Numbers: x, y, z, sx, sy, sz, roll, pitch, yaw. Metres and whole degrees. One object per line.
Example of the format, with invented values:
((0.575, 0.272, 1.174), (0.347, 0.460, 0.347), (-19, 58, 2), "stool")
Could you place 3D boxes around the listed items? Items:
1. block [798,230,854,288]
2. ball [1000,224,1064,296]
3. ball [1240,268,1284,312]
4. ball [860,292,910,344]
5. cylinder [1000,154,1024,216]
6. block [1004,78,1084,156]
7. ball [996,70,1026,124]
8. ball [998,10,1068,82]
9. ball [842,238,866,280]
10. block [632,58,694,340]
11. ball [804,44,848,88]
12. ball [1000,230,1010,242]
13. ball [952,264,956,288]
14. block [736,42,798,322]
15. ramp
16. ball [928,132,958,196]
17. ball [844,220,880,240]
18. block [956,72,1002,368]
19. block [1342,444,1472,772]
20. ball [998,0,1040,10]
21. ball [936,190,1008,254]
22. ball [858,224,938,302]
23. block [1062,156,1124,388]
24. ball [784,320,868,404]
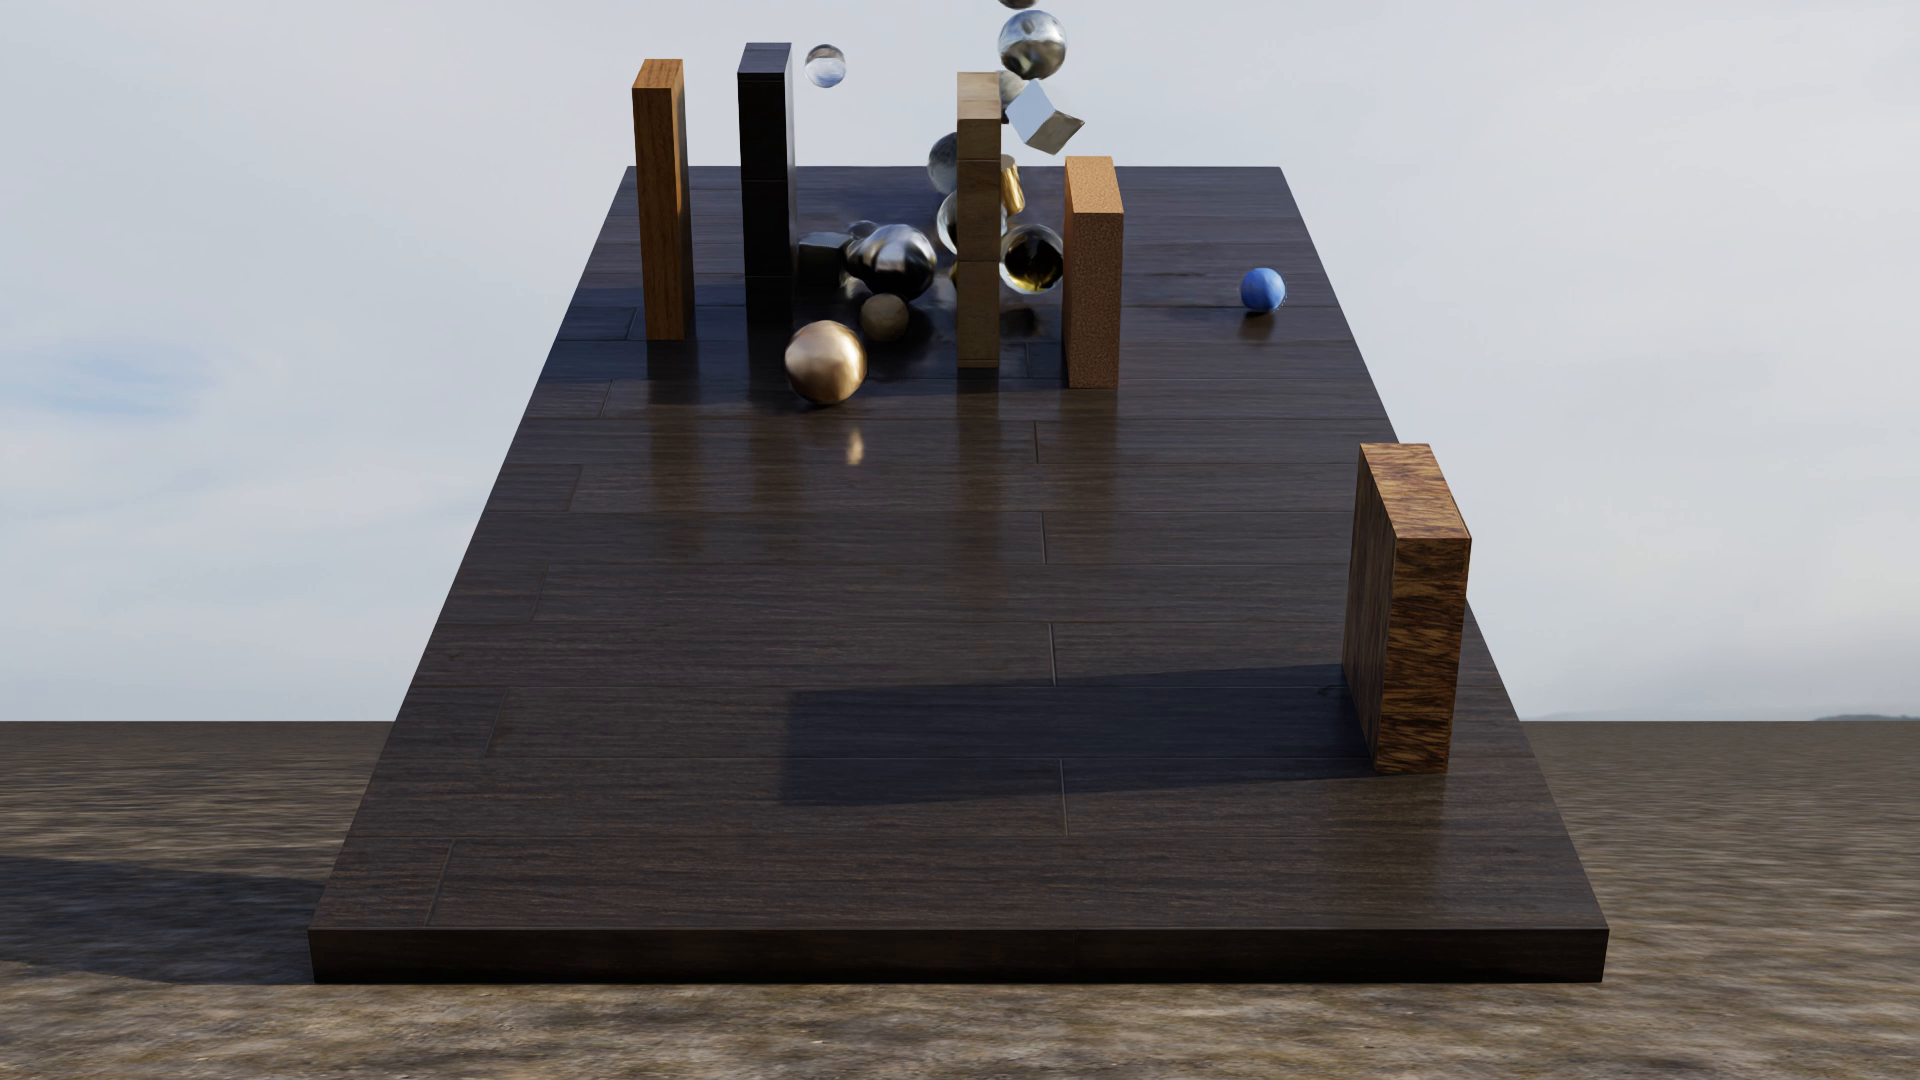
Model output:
((-0.355, -0.746, 6.257), (0.112, 0.112, 0.112), (8, 27, 16), "block")
((0.184, -0.712, 5.982), (0.181, 0.181, 0.181), (0, -4, 0), "ball")
((0.776, -0.641, 6.046), (0.115, 0.115, 0.115), (0, -4, 0), "ball")
((-0.188, -0.551, 5.842), (0.124, 0.124, 0.124), (0, -4, 0), "ball")
((0.105, -1.011, 6.742), (0.138, 0.138, 0.138), (-11, 32, 7), "cylinder")
((0.231, -1.157, 6.434), (0.130, 0.130, 0.130), (10, -47, -48), "block")
((0.119, -1.248, 6.631), (0.150, 0.150, 0.150), (0, -4, 0), "ball")
((0.208, -1.410, 6.714), (0.202, 0.202, 0.202), (0, -4, 0), "ball")
((-0.255, -0.740, 6.204), (0.108, 0.108, 0.108), (0, -4, 0), "ball")
((-0.736, -0.848, 5.864), (0.094, 0.638, 0.277), (0, 26, 0), "block")
((-0.387, -1.364, 6.777), (0.125, 0.125, 0.125), (0, -4, 0), "ball")
((0.159, -0.750, 6.164), (0.135, 0.135, 0.135), (0, -4, 0), "ball")
((0.036, -0.689, 6.137), (0.117, 0.117, 0.117), (0, -4, 0), "ball")
((-0.484, -0.907, 5.979), (0.115, 0.645, 0.297), (0, 26, 0), "block")
((-0.010, -0.229, 5.436), (2.000, 0.100, 4.000), (0, 26, 0), "ramp")
((0.003, -1.094, 6.879), (0.198, 0.198, 0.198), (0, -4, 0), "ball")
((-0.257, -0.796, 6.345), (0.127, 0.127, 0.127), (0, -4, 0), "ball")
((0.044, -0.788, 5.769), (0.101, 0.617, 0.420), (0, 26, 0), "block")
((0.773, 0.113, 4.108), (0.122, 0.446, 0.388), (0, 26, 0), "block")
((0.164, -1.548, 6.531), (0.152, 0.152, 0.152), (0, -4, 0), "ball")
((0.034, -0.864, 6.408), (0.195, 0.195, 0.195), (0, -4, 0), "ball")
((-0.160, -0.715, 6.083), (0.204, 0.204, 0.204), (0, -4, 0), "ball")
((0.318, -0.655, 5.706), (0.114, 0.434, 0.449), (0, 26, 0), "block")
((-0.313, -0.413, 5.476), (0.195, 0.195, 0.195), (0, -4, 0), "ball")
